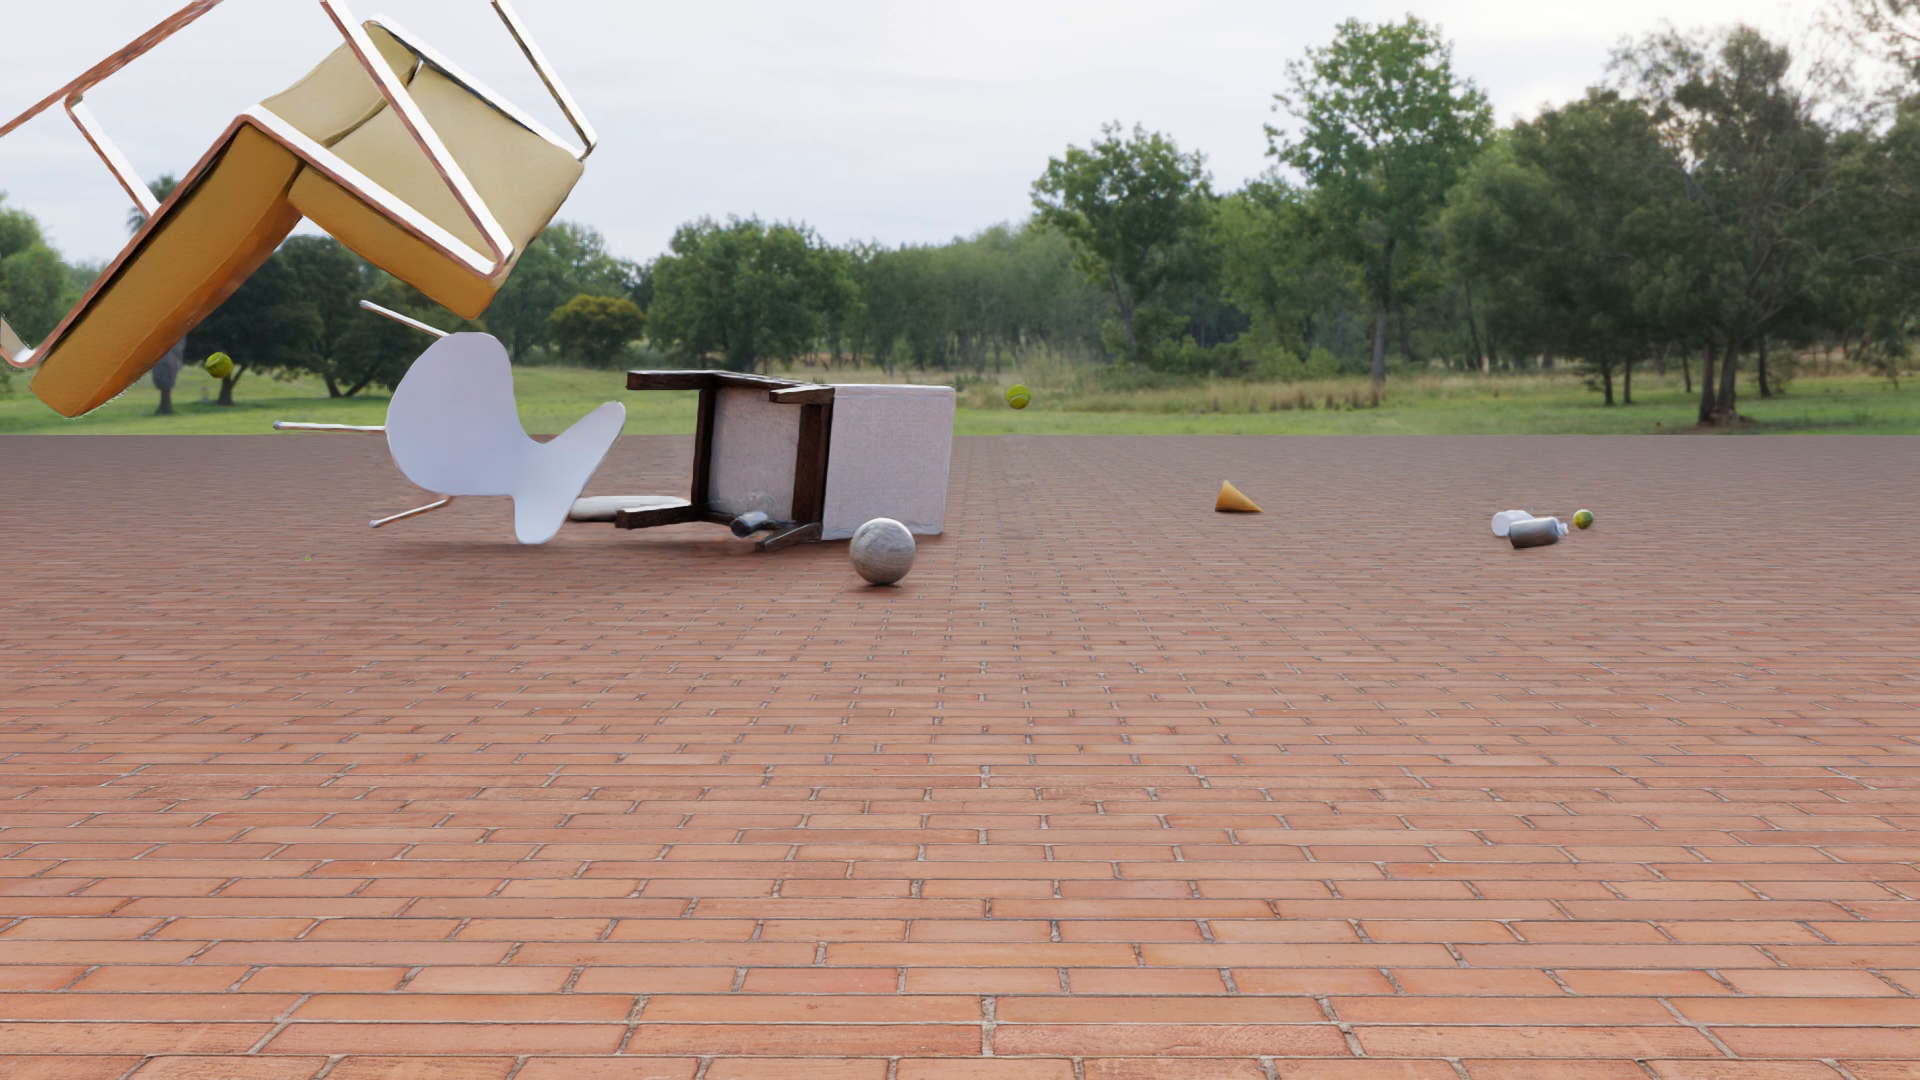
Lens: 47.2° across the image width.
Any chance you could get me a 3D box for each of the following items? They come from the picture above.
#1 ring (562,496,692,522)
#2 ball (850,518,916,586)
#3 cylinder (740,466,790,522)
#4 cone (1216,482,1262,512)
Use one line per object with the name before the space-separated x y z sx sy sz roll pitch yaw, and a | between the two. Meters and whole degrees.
ring | -1.151 -0.109 7.603 0.451 0.073 0.417 1 5 22
ball | -0.177 0.027 5.040 0.153 0.153 0.153 0 4 0
cylinder | -0.644 -0.154 7.273 0.158 0.162 0.132 11 13 -6
cone | 1.034 -0.133 8.066 0.169 0.128 0.089 21 38 11
